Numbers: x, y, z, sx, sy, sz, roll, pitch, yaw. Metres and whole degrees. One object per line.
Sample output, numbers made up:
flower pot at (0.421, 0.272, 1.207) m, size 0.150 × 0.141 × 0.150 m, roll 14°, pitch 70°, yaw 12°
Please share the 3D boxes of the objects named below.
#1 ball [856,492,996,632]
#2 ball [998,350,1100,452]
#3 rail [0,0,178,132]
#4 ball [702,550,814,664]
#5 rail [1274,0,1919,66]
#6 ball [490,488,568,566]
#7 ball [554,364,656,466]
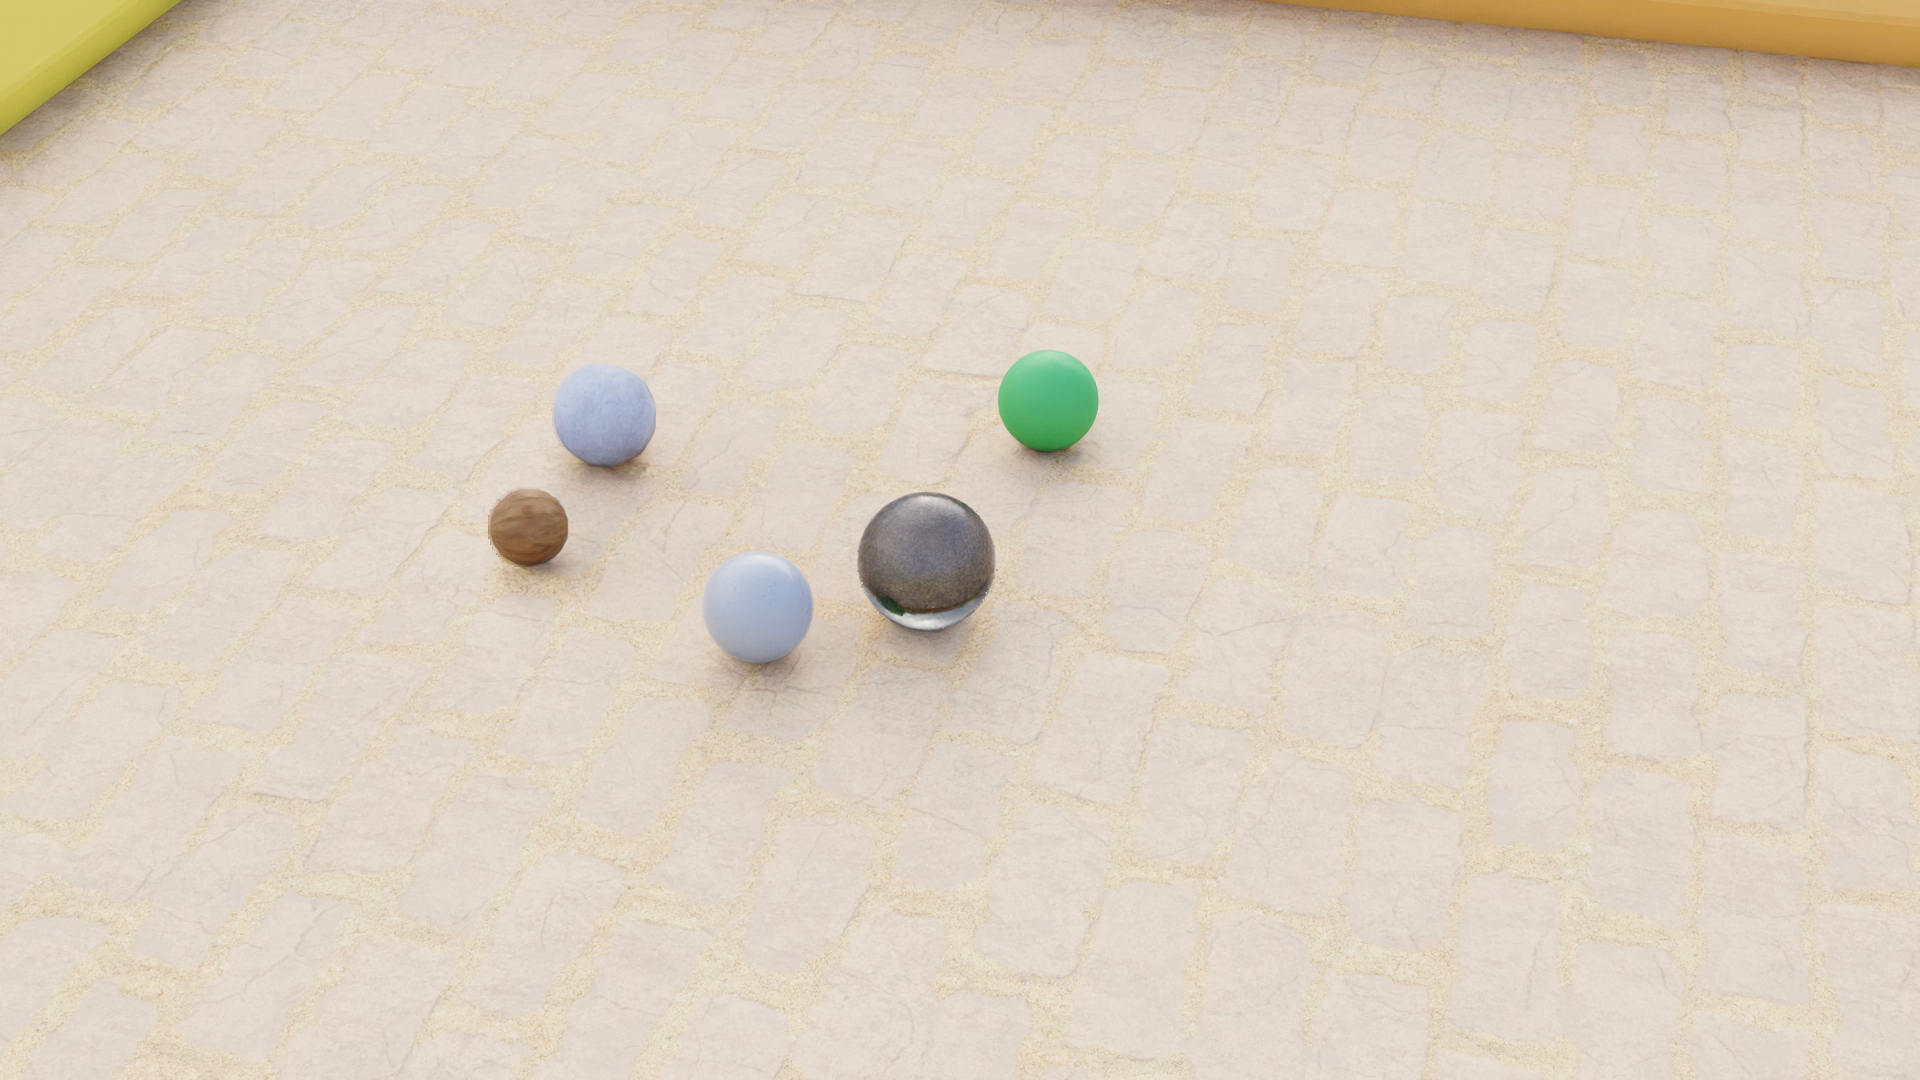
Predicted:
ball at (-0.024, 0.015, 1.811) m, size 0.099 × 0.099 × 0.099 m, roll 0°, pitch 34°, yaw 0°
ball at (0.069, -0.109, 2.011) m, size 0.079 × 0.079 × 0.079 m, roll 0°, pitch 34°, yaw 0°
rail at (-1.044, -0.177, 2.065) m, size 0.045 × 0.128 × 2.301 m, roll 9°, pitch 35°, yaw 12°
ball at (-0.140, 0.046, 1.783) m, size 0.078 × 0.078 × 0.078 m, roll 0°, pitch 34°, yaw 0°
rail at (1.359, -0.470, 2.496) m, size 4.417 × 0.128 × 0.045 m, roll 9°, pitch 35°, yaw 12°
ball at (-0.316, -0.009, 1.883) m, size 0.057 × 0.057 × 0.057 m, roll 0°, pitch 34°, yaw 0°
ball at (-0.275, -0.097, 1.992) m, size 0.080 × 0.080 × 0.080 m, roll 0°, pitch 34°, yaw 0°
